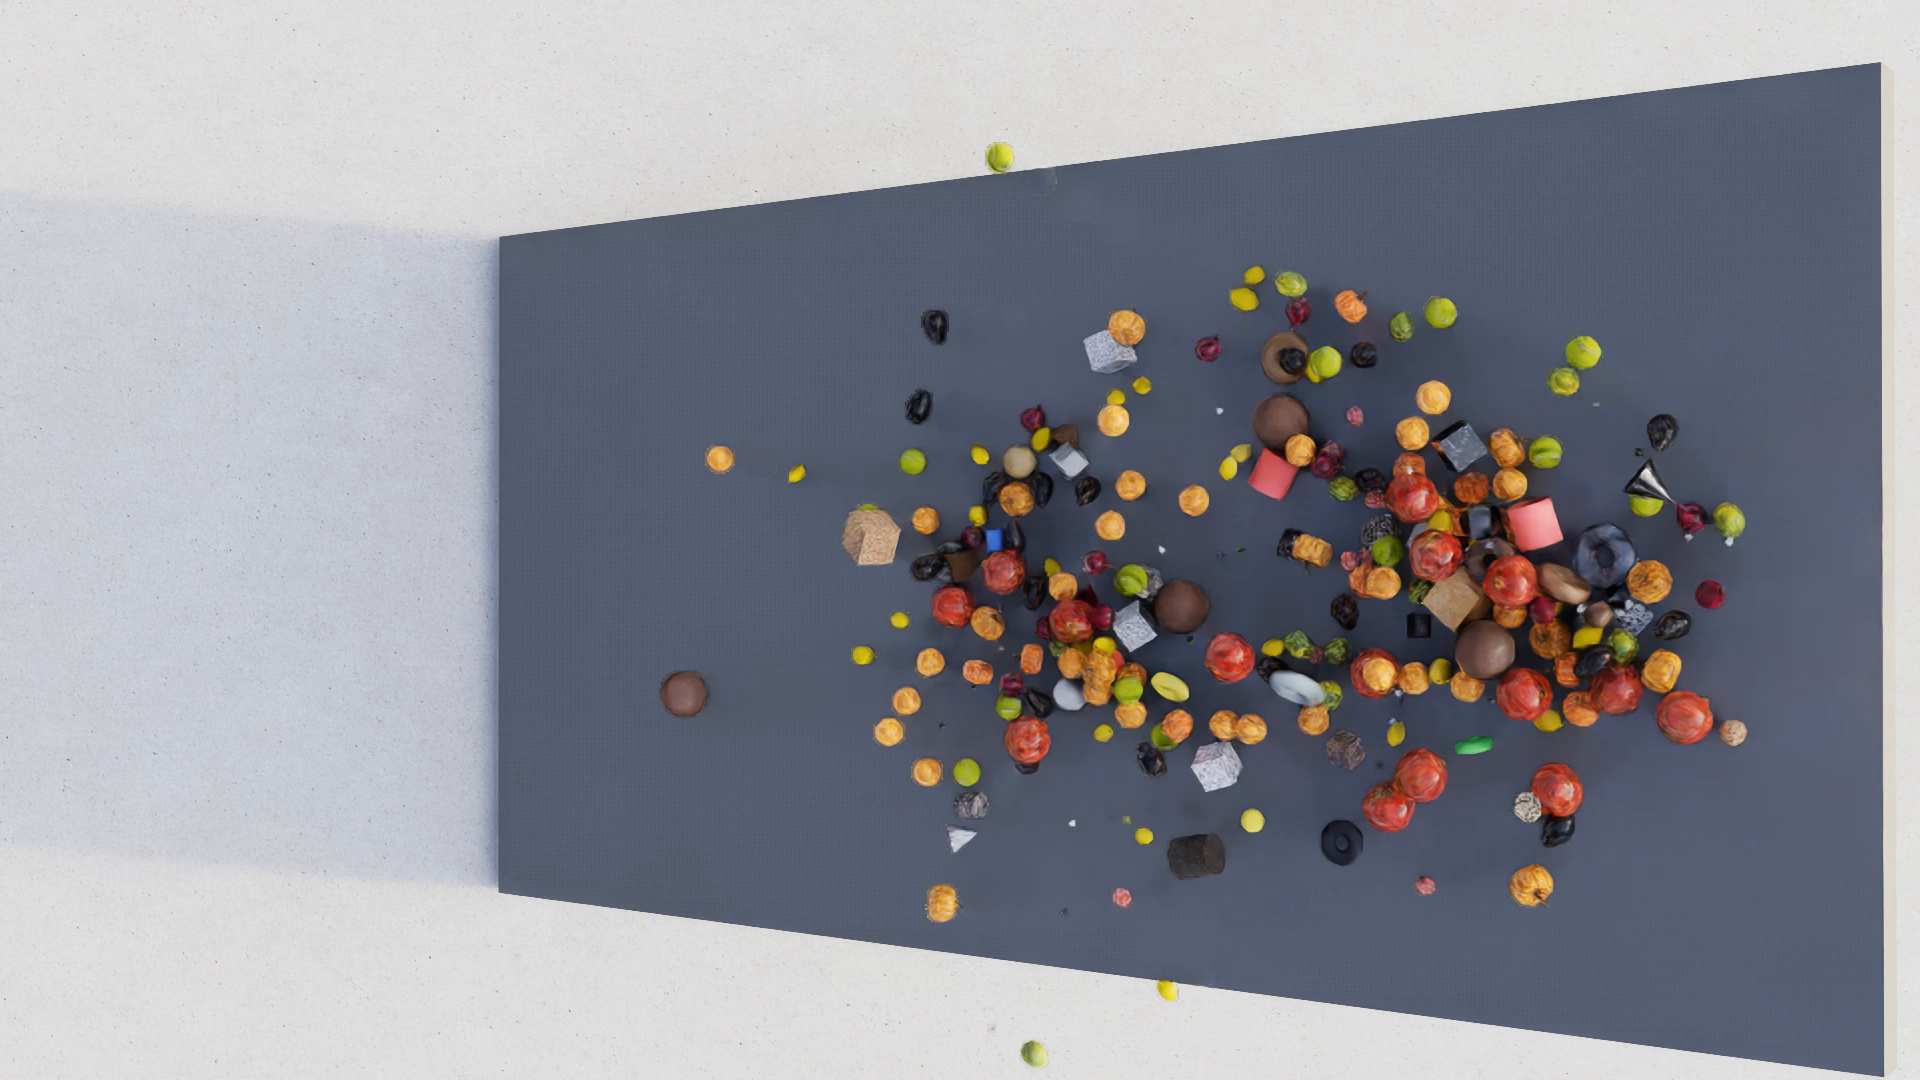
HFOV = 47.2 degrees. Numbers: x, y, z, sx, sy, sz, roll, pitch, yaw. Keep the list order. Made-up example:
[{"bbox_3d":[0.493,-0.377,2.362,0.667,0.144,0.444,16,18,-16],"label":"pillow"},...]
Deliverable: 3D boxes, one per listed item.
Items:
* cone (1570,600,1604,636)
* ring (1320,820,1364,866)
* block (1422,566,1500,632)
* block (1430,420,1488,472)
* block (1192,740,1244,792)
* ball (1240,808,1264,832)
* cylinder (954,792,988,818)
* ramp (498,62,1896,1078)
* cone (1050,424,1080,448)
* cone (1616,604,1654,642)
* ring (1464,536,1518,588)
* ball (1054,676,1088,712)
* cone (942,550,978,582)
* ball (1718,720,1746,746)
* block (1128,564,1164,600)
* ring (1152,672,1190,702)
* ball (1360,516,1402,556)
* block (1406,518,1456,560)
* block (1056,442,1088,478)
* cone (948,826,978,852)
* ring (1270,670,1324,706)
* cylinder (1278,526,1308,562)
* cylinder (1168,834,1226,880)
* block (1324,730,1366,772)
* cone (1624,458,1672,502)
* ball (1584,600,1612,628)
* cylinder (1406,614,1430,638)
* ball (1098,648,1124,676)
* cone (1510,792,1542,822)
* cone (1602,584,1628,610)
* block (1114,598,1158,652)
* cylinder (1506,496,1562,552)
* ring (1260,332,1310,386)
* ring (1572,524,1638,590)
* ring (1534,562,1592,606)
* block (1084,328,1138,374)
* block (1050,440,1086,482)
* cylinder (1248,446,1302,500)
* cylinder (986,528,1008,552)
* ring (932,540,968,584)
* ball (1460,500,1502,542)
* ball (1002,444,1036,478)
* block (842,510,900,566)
[{"bbox_3d":[1.314,0.152,4.636,0.082,0.082,0.082,-12,66,29],"label":"cone"},{"bbox_3d":[0.869,0.688,5.003,0.104,0.035,0.104,-1,89,35],"label":"ring"},{"bbox_3d":[1.093,0.129,4.800,0.099,0.099,0.099,46,117,27],"label":"block"},{"bbox_3d":[1.071,-0.202,4.724,0.077,0.077,0.077,-35,98,1],"label":"block"},{"bbox_3d":[0.600,0.526,5.131,0.077,0.077,0.077,-20,110,33],"label":"block"},{"bbox_3d":[0.682,0.655,5.127,0.055,0.055,0.055,0,90,0],"label":"ball"},{"bbox_3d":[0.028,0.676,5.603,0.064,0.064,0.064,-6,89,36],"label":"cylinder"},{"bbox_3d":[0.236,0.066,5.556,4.000,0.100,2.000,0,89,36],"label":"ramp"},{"bbox_3d":[0.245,-0.254,5.445,0.072,0.072,0.072,0,89,36],"label":"cone"},{"bbox_3d":[1.408,0.186,4.609,0.077,0.077,0.077,-2,122,0],"label":"cone"},{"bbox_3d":[1.144,0.048,4.738,0.113,0.038,0.113,3,97,27],"label":"ring"},{"bbox_3d":[0.273,0.377,5.411,0.087,0.087,0.087,0,90,0],"label":"ball"},{"bbox_3d":[-0.017,0.050,5.586,0.086,0.086,0.086,28,90,40],"label":"cone"},{"bbox_3d":[1.572,0.392,4.475,0.054,0.054,0.054,0,90,0],"label":"ball"},{"bbox_3d":[0.445,0.101,5.271,0.054,0.054,0.054,23,61,34],"label":"block"},{"bbox_3d":[0.502,0.351,5.242,0.098,0.098,0.033,31,67,0],"label":"ring"},{"bbox_3d":[0.943,-0.009,4.917,0.093,0.093,0.093,0,90,0],"label":"ball"},{"bbox_3d":[1.041,-0.001,4.861,0.066,0.066,0.066,34,109,32],"label":"block"},{"bbox_3d":[0.271,-0.194,5.333,0.051,0.051,0.051,-44,114,12],"label":"block"},{"bbox_3d":[0.013,0.757,5.630,0.072,0.072,0.072,-14,90,3],"label":"cone"},{"bbox_3d":[0.759,0.334,4.963,0.130,0.130,0.043,25,75,0],"label":"ring"},{"bbox_3d":[0.767,0.011,5.065,0.062,0.062,0.062,2,118,0],"label":"cylinder"},{"bbox_3d":[0.549,0.733,5.097,0.096,0.096,0.096,-14,89,35],"label":"cylinder"},{"bbox_3d":[0.871,0.475,4.966,0.058,0.058,0.058,-41,124,-22],"label":"block"},{"bbox_3d":[1.424,-0.105,4.505,0.089,0.089,0.089,38,90,7],"label":"cone"},{"bbox_3d":[1.330,0.156,4.580,0.058,0.058,0.058,0,90,0],"label":"ball"},{"bbox_3d":[1.012,0.190,4.855,0.052,0.052,0.052,3,84,0],"label":"cylinder"},{"bbox_3d":[0.367,0.297,5.355,0.066,0.066,0.066,0,90,0],"label":"ball"},{"bbox_3d":[1.159,0.558,4.559,0.065,0.065,0.065,5,75,-18],"label":"cone"},{"bbox_3d":[1.361,0.129,4.618,0.057,0.057,0.057,10,67,-24],"label":"cone"},{"bbox_3d":[0.420,0.205,5.281,0.076,0.076,0.076,-32,109,17],"label":"block"},{"bbox_3d":[1.210,-0.035,4.629,0.093,0.093,0.093,-18,94,0],"label":"cylinder"},{"bbox_3d":[0.754,-0.421,5.091,0.125,0.042,0.125,1,91,36],"label":"ring"},{"bbox_3d":[1.359,0.036,4.634,0.143,0.048,0.143,5,97,42],"label":"ring"},{"bbox_3d":[1.270,0.093,4.637,0.131,0.131,0.044,25,113,0],"label":"ring"},{"bbox_3d":[0.366,-0.460,5.351,0.082,0.082,0.082,-23,76,34],"label":"block"},{"bbox_3d":[0.266,-0.195,5.422,0.059,0.059,0.059,-40,61,-9],"label":"block"},{"bbox_3d":[0.726,-0.156,5.078,0.092,0.092,0.092,25,107,0],"label":"cylinder"},{"bbox_3d":[0.093,0.000,5.566,0.052,0.052,0.052,-7,87,0],"label":"cylinder"},{"bbox_3d":[-0.020,0.057,5.659,0.113,0.038,0.113,-1,87,34],"label":"ring"},{"bbox_3d":[1.116,-0.042,4.711,0.088,0.088,0.088,0,90,0],"label":"ball"},{"bbox_3d":[0.149,-0.196,5.507,0.085,0.085,0.085,0,90,0],"label":"ball"},{"bbox_3d":[-0.226,-0.007,5.575,0.099,0.099,0.099,-4,124,-30],"label":"block"}]
